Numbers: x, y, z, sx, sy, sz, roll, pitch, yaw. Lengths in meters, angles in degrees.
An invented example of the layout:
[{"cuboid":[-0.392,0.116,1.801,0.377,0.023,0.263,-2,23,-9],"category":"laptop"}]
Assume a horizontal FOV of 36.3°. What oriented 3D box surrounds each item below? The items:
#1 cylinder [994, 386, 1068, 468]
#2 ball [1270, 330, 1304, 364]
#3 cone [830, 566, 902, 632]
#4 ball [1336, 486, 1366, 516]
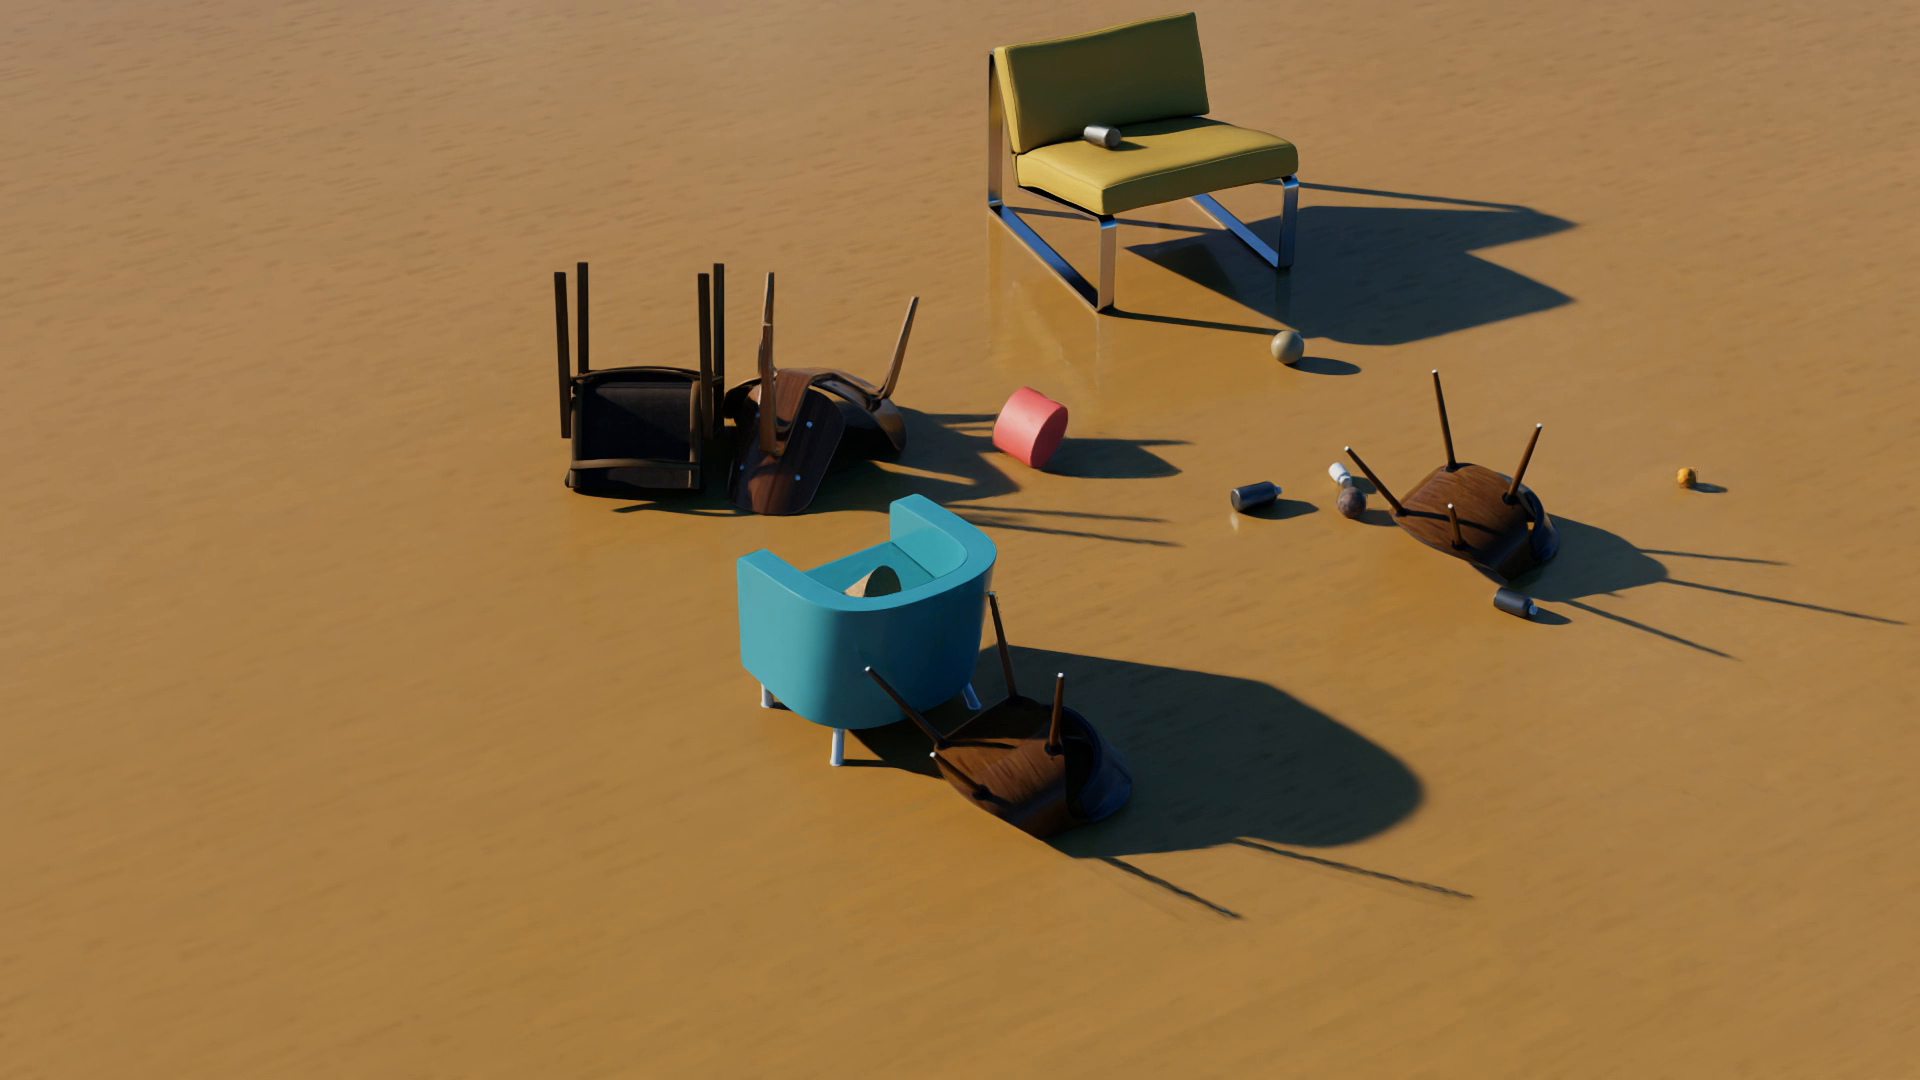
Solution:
[{"cuboid":[0.275,-0.439,11.403,0.211,0.266,0.151,31,6,38],"category":"cylinder"},{"cuboid":[1.343,-0.790,12.018,0.138,0.138,0.138,0,33,0],"category":"ball"},{"cuboid":[-0.345,0.200,9.759,0.236,0.185,0.223,-4,66,40],"category":"cone"},{"cuboid":[1.476,-0.144,11.059,0.113,0.113,0.113,0,33,0],"category":"ball"}]
